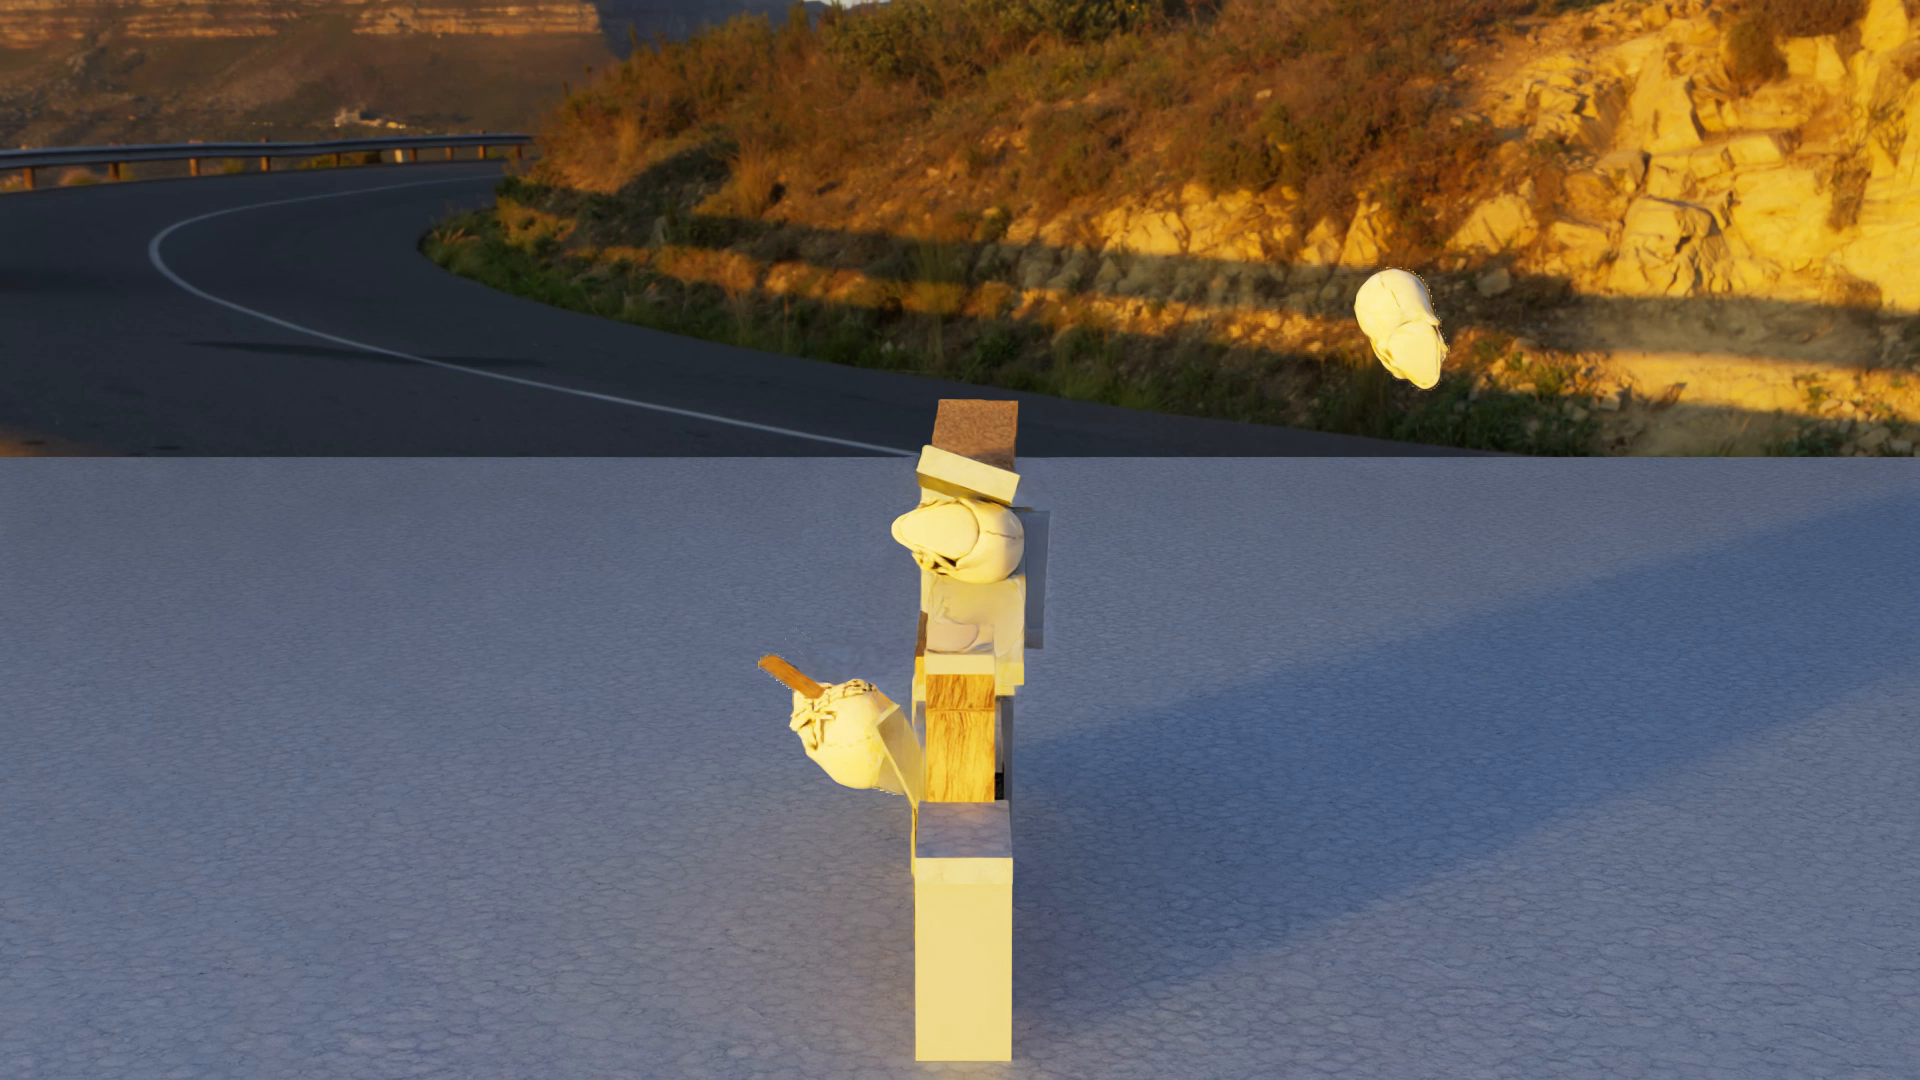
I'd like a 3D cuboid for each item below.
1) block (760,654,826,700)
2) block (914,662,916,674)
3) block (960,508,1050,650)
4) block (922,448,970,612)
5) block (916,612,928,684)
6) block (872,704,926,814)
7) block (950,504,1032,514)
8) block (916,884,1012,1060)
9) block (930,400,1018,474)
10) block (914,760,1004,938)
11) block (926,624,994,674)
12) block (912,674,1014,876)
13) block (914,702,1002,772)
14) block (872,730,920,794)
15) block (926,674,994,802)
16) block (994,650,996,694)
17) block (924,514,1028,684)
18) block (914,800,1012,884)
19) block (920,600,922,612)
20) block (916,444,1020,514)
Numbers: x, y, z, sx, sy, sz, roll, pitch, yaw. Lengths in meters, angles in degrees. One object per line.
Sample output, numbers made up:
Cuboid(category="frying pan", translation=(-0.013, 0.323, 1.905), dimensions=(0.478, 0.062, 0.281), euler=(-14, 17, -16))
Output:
Cuboid(category="block", translation=(-0.255, 0.209, 3.347), dimensions=(0.098, 0.014, 0.049), euler=(35, -19, -13))
Cuboid(category="block", translation=(0.003, 0.359, 3.971), dimensions=(0.170, 0.340, 0.048), euler=(0, 7, -1))
Cuboid(category="block", translation=(0.070, 0.064, 3.834), dimensions=(0.162, 0.046, 0.323), euler=(1, 39, 4))
Cuboid(category="block", translation=(0.004, -0.004, 4.075), dimensions=(0.149, 0.341, 0.042), euler=(0, -16, 0))
Cuboid(category="block", translation=(0.012, 0.186, 3.833), dimensions=(0.170, 0.048, 0.340), euler=(1, 11, 0))
Cuboid(category="block", translation=(-0.075, 0.338, 3.323), dimensions=(0.049, 0.203, 0.014), euler=(-40, 35, -22))
Cuboid(category="block", translation=(0.052, 0.048, 3.933), dimensions=(0.149, 0.042, 0.299), euler=(3, 40, 1))
Cuboid(category="block", translation=(0.005, 0.581, 3.004), dimensions=(0.130, 0.261, 0.037), euler=(0, 11, 0))
Cuboid(category="block", translation=(0.027, -0.185, 4.028), dimensions=(0.149, 0.042, 0.299), euler=(1, 24, 3))
Cuboid(category="block", translation=(-0.002, 0.487, 3.456), dimensions=(0.140, 0.280, 0.040), euler=(0, 11, 0))
Cuboid(category="block", translation=(0.001, 0.158, 3.205), dimensions=(0.098, 0.028, 0.196), euler=(0, 11, 1))
Cuboid(category="block", translation=(0.004, 0.400, 3.749), dimensions=(0.170, 0.340, 0.048), euler=(1, 8, 1))
Cuboid(category="block", translation=(-0.004, 0.313, 3.517), dimensions=(0.140, 0.040, 0.280), euler=(0, 10, 0))
Cuboid(category="block", translation=(-0.098, 0.333, 3.352), dimensions=(0.049, 0.098, 0.014), euler=(20, -12, -25))
Cuboid(category="block", translation=(0.000, 0.280, 3.166), dimensions=(0.098, 0.196, 0.028), euler=(0, 13, 0))
Cuboid(category="block", translation=(0.002, 0.297, 3.299), dimensions=(0.098, 0.279, 0.028), euler=(0, 16, -2))
Cuboid(category="block", translation=(0.030, 0.095, 3.724), dimensions=(0.162, 0.046, 0.392), euler=(0, 39, 3))
Cuboid(category="block", translation=(0.005, 0.418, 3.062), dimensions=(0.130, 0.037, 0.261), euler=(0, 11, 0))
Cuboid(category="block", translation=(0.000, 0.168, 4.157), dimensions=(0.152, 0.043, 0.303), euler=(0, 11, 0))
Cuboid(category="block", translation=(0.012, -0.100, 3.721), dimensions=(0.162, 0.046, 0.323), euler=(18, -3, 0))
